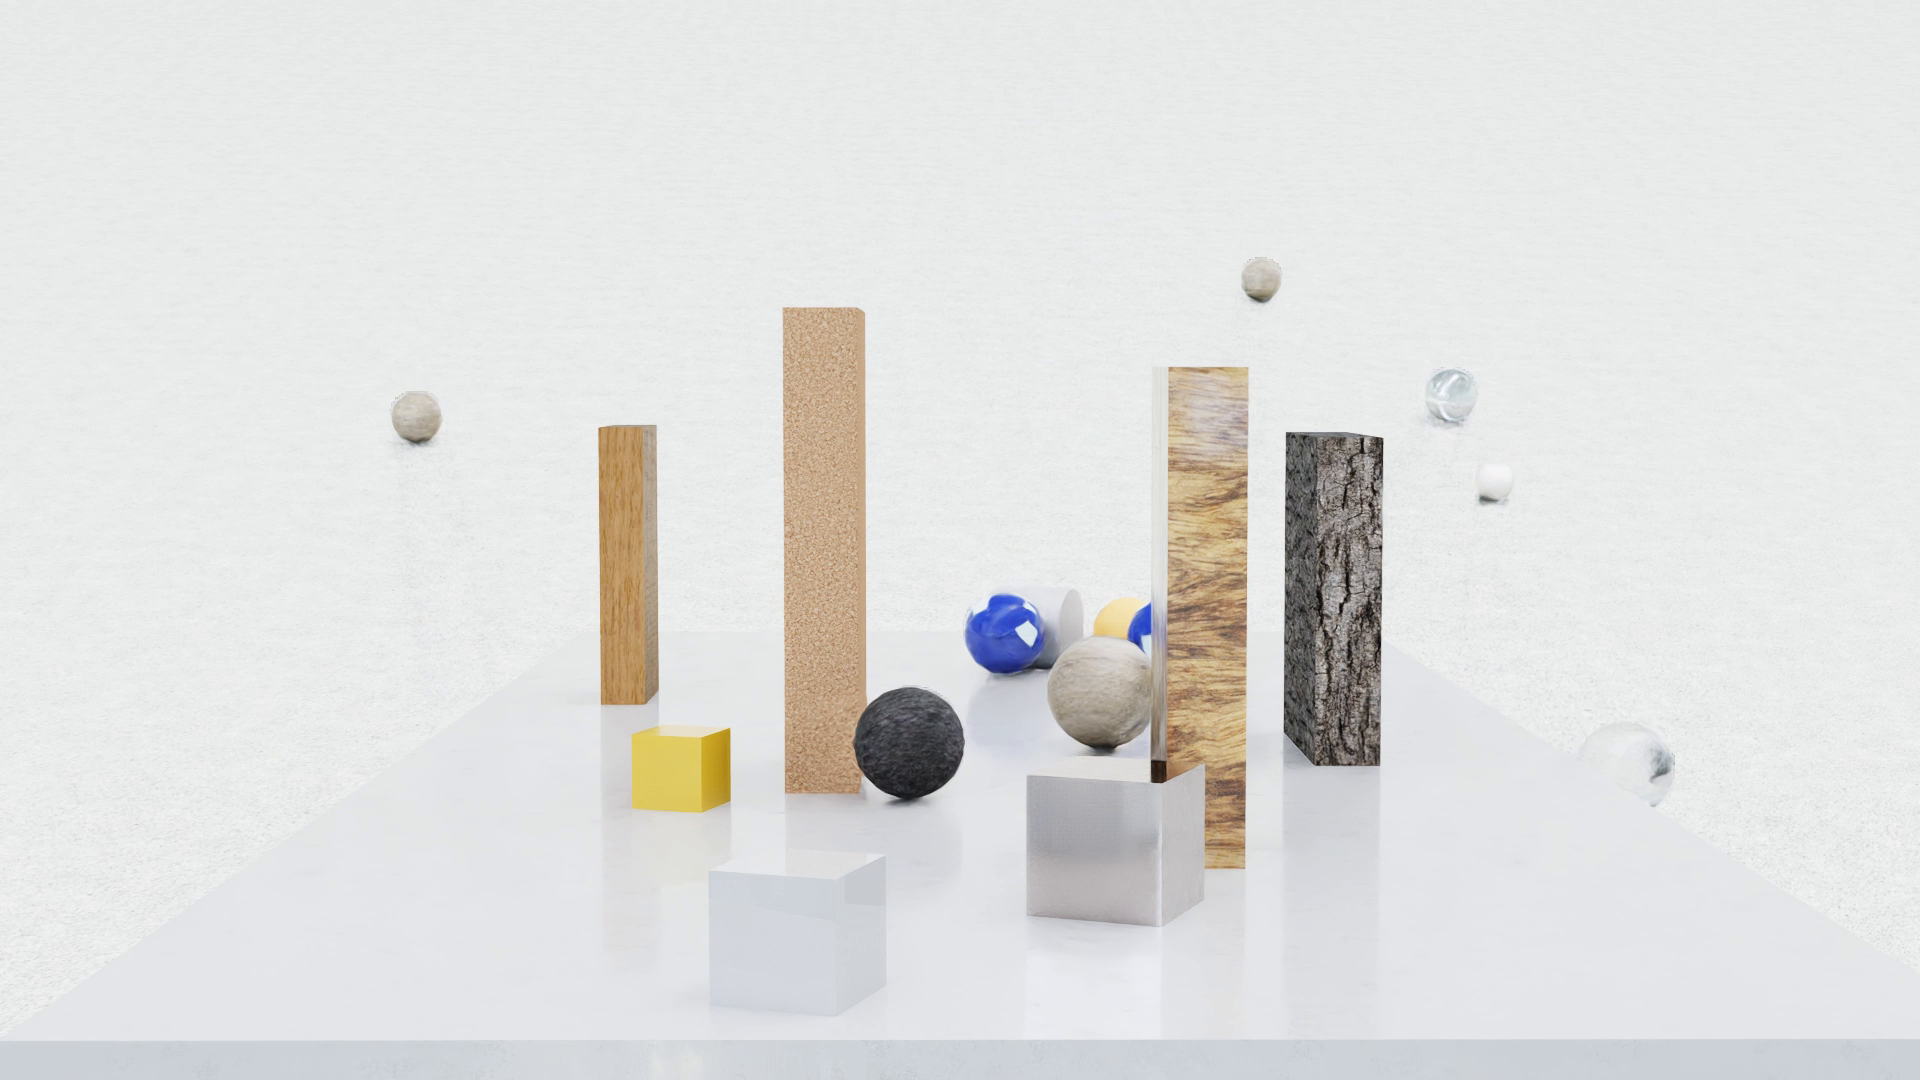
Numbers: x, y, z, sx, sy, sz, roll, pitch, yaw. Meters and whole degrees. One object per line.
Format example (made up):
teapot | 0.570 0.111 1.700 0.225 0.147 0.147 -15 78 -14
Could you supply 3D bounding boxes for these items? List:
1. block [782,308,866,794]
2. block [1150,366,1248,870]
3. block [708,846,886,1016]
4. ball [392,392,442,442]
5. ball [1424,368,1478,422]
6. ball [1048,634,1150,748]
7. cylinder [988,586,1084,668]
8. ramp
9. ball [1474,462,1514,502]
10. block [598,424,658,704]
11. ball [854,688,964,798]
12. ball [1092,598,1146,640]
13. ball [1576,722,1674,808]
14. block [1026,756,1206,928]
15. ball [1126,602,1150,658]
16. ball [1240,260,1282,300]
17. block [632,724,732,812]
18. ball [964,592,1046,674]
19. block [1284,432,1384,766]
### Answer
block | -0.217 0.007 4.171 0.115 0.758 0.365 0 4 0
block | 0.326 0.096 3.524 0.106 0.665 0.279 0 4 0
block | -0.170 0.411 2.712 0.142 0.142 0.142 1 4 20
ball | -1.767 -0.399 8.355 0.164 0.164 0.164 0 20 0
ball | 1.640 -0.484 8.576 0.175 0.175 0.175 0 20 0
ball | 0.252 0.266 4.502 0.198 0.198 0.198 0 20 0
cylinder | 0.163 0.196 5.714 0.179 0.179 0.179 1 19 21
ramp | 0.046 0.413 4.536 2.000 0.100 4.000 0 4 0
ball | 1.623 -0.178 7.796 0.119 0.119 0.119 0 20 0
block | -0.669 0.045 5.192 0.088 0.550 0.240 0 4 0
ball | -0.079 0.314 3.973 0.172 0.172 0.172 0 20 0
ball | 0.374 0.207 5.696 0.160 0.160 0.160 0 20 0
ball | 1.226 0.423 4.735 0.176 0.176 0.176 0 20 0
block | 0.193 0.367 3.155 0.172 0.172 0.172 2 4 22
ball | 0.446 0.211 5.542 0.173 0.173 0.173 0 20 0
ball | 1.188 -1.025 10.126 0.161 0.161 0.161 0 20 0
block | -0.424 0.347 3.910 0.114 0.114 0.114 1 4 18
ball | 0.097 0.202 5.549 0.177 0.177 0.177 0 20 0
block | 0.648 0.091 4.483 0.110 0.549 0.412 0 4 0
